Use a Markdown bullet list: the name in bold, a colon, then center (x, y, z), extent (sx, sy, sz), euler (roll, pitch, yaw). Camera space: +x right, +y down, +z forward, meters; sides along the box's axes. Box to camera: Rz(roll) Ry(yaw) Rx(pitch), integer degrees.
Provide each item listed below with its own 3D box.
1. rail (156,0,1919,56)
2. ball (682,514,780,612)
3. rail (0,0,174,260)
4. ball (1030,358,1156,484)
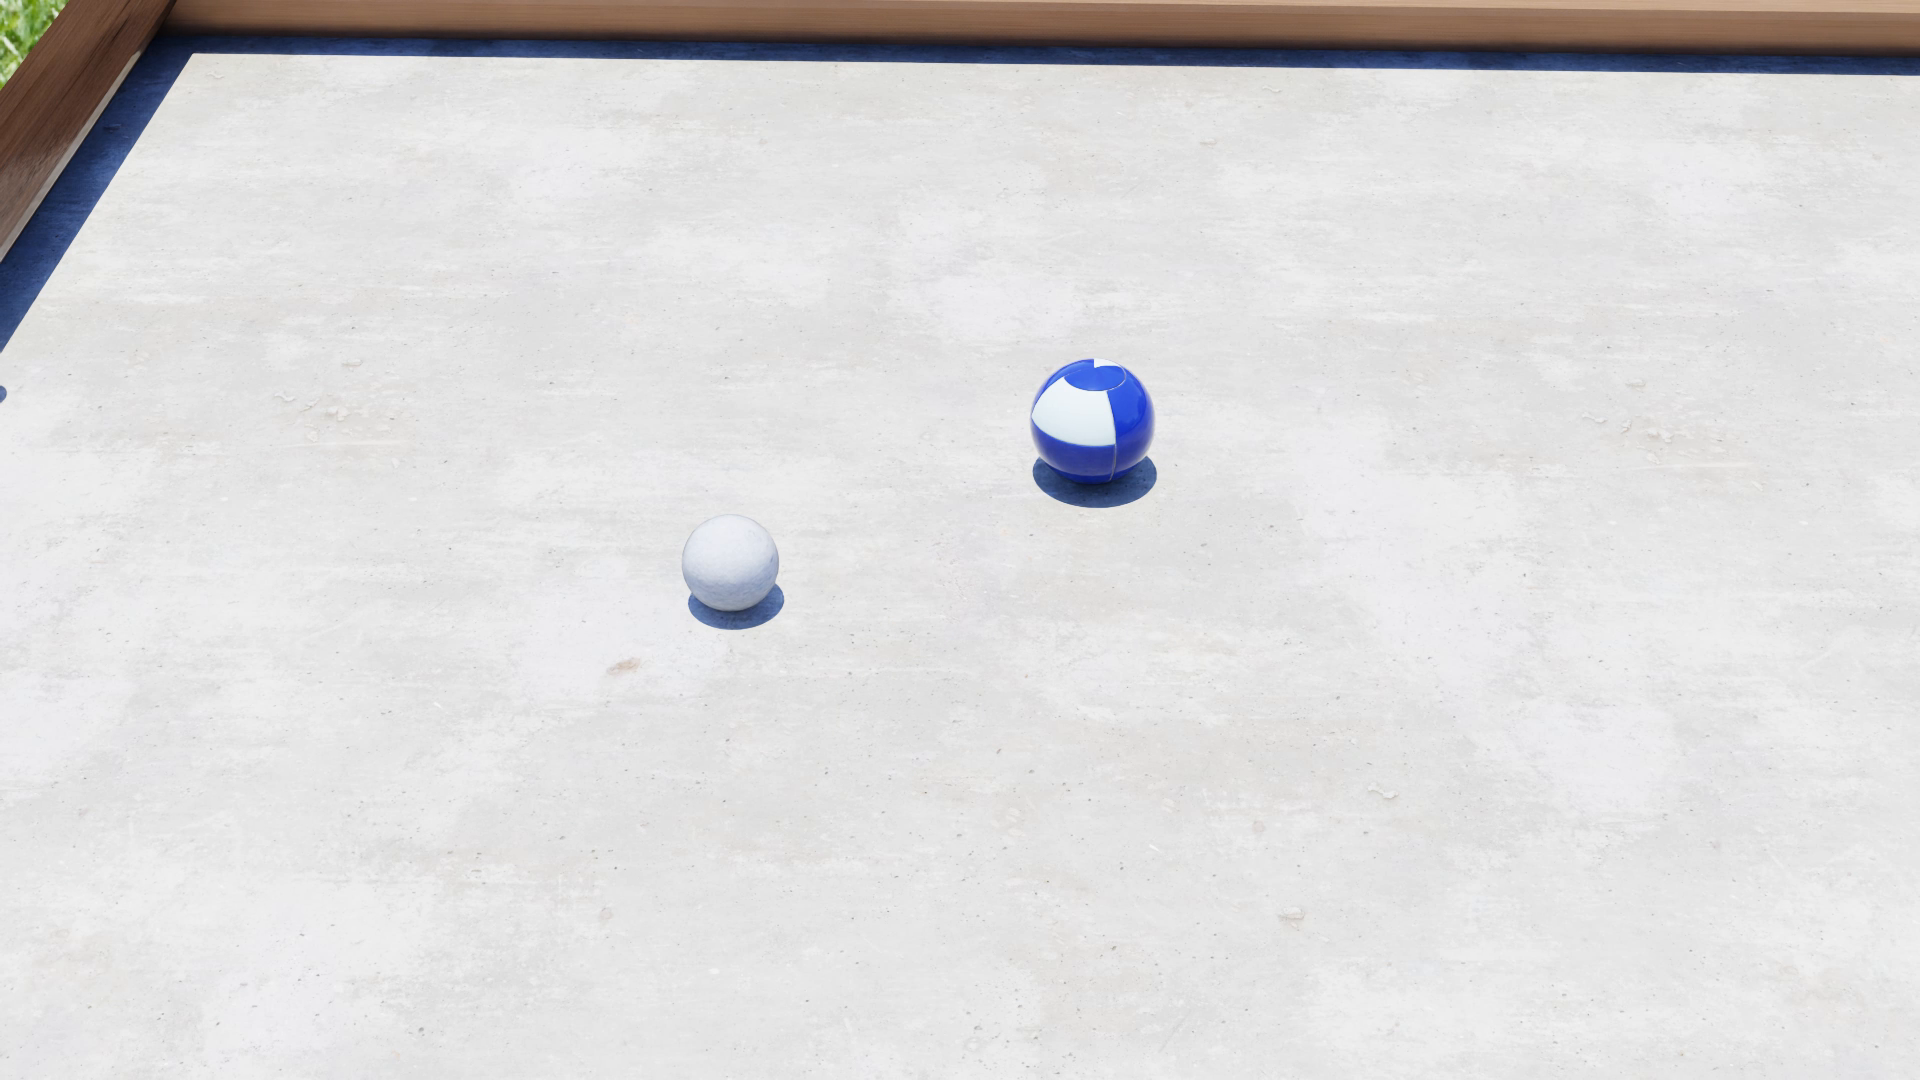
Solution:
- **rail**: center (0.840, -0.502, 2.417), extent (3.261, 0.119, 0.045), euler (1, 36, 1)
- **ball**: center (-0.156, 0.015, 1.738), extent (0.066, 0.066, 0.066), euler (0, 36, 0)
- **rail**: center (-0.791, -0.034, 1.760), extent (0.045, 0.119, 1.758), euler (1, 36, 1)
- **ball**: center (0.096, -0.086, 1.858), extent (0.092, 0.092, 0.092), euler (0, 36, 0)
